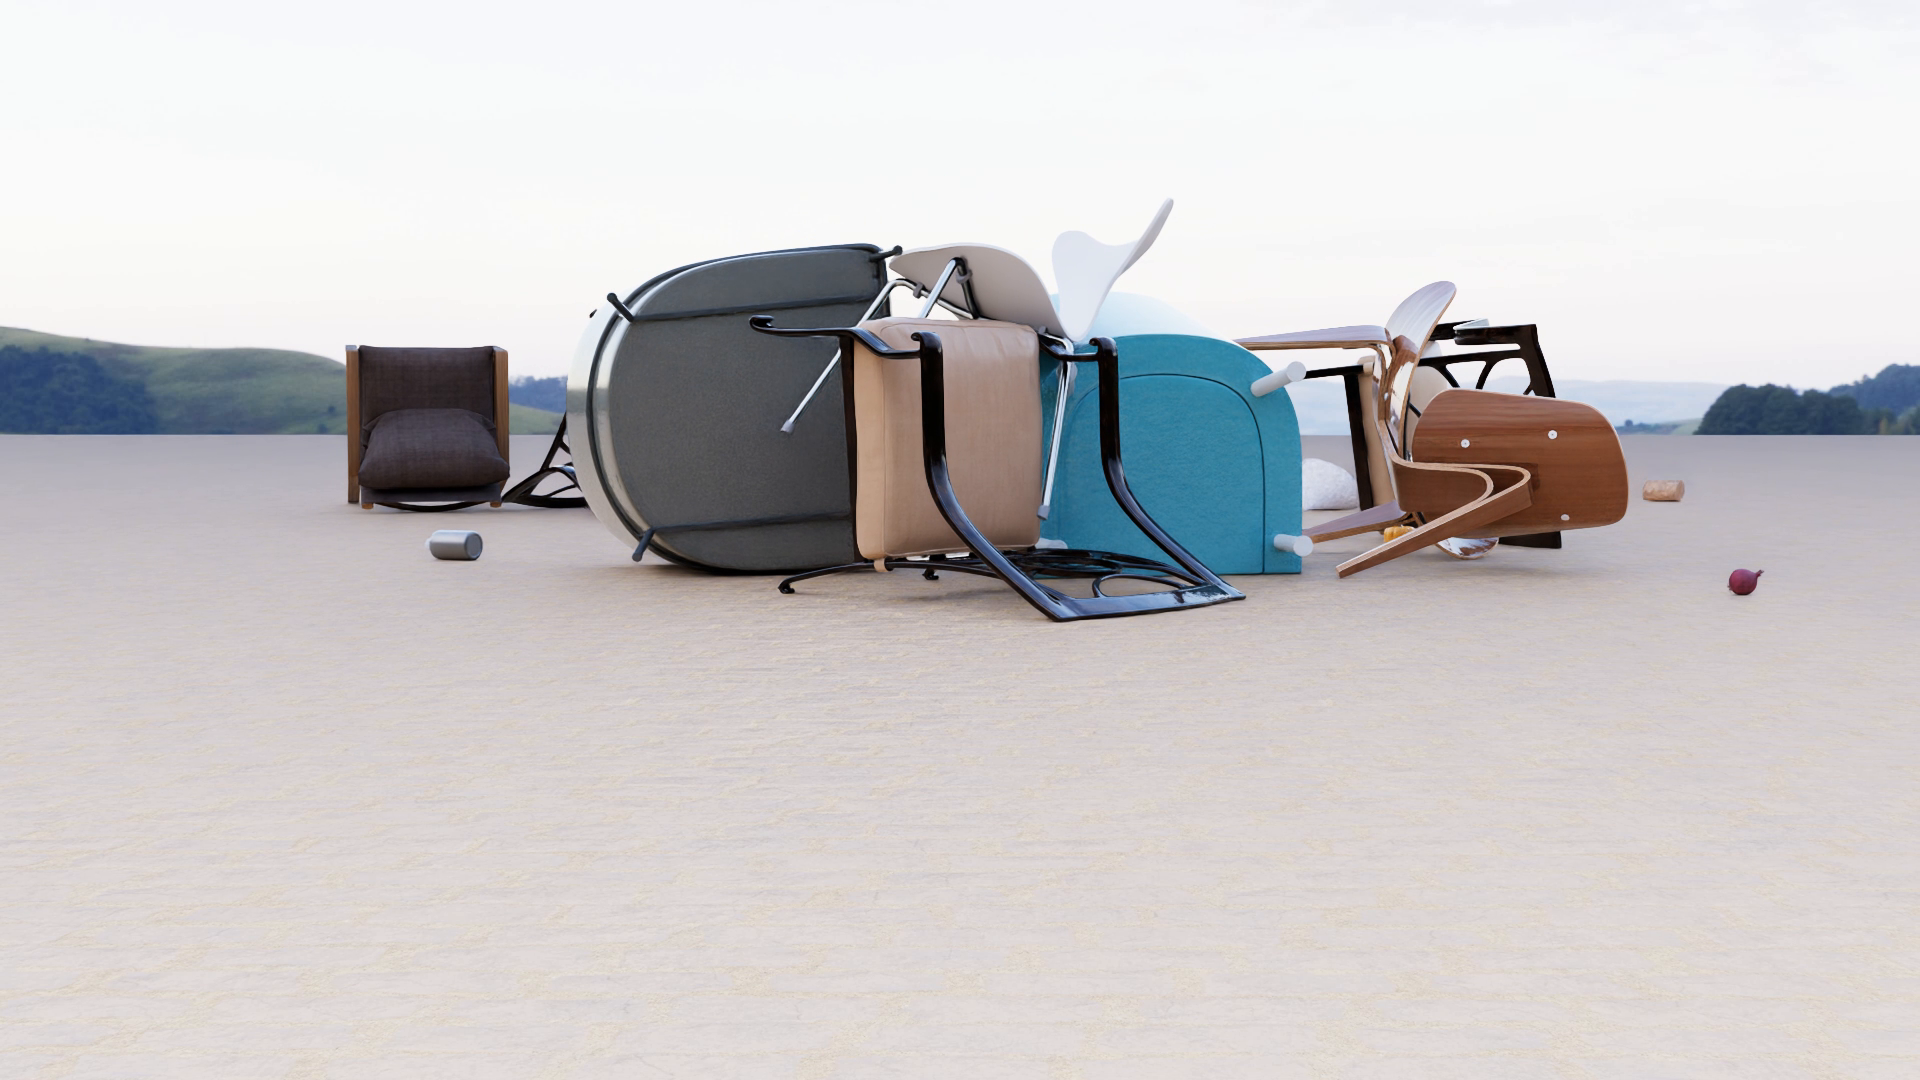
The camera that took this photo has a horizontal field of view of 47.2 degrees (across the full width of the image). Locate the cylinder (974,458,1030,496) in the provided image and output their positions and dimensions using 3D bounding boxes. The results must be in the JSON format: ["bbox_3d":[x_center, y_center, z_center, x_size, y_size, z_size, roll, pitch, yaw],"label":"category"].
[{"bbox_3d":[0.180,-0.272,9.388,0.246,0.110,0.103,-38,25,-31],"label":"cylinder"}]

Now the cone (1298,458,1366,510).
[{"bbox_3d":[1.329,-0.159,8.164,0.299,0.197,0.187,28,51,29],"label":"cone"}]

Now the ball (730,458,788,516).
[{"bbox_3d":[-0.714,-0.191,7.832,0.204,0.204,0.204,0,4,0],"label":"ball"}]

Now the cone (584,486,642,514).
[{"bbox_3d":[-1.256,-0.120,7.925,0.208,0.115,0.111,-4,-23,-18],"label":"cone"}]

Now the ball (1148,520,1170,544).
[{"bbox_3d":[0.581,-0.024,6.411,0.066,0.066,0.066,0,4,0],"label":"ball"}]

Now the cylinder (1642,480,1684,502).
[{"bbox_3d":[2.821,-0.198,8.818,0.128,0.083,0.149,2,13,32],"label":"cylinder"}]
